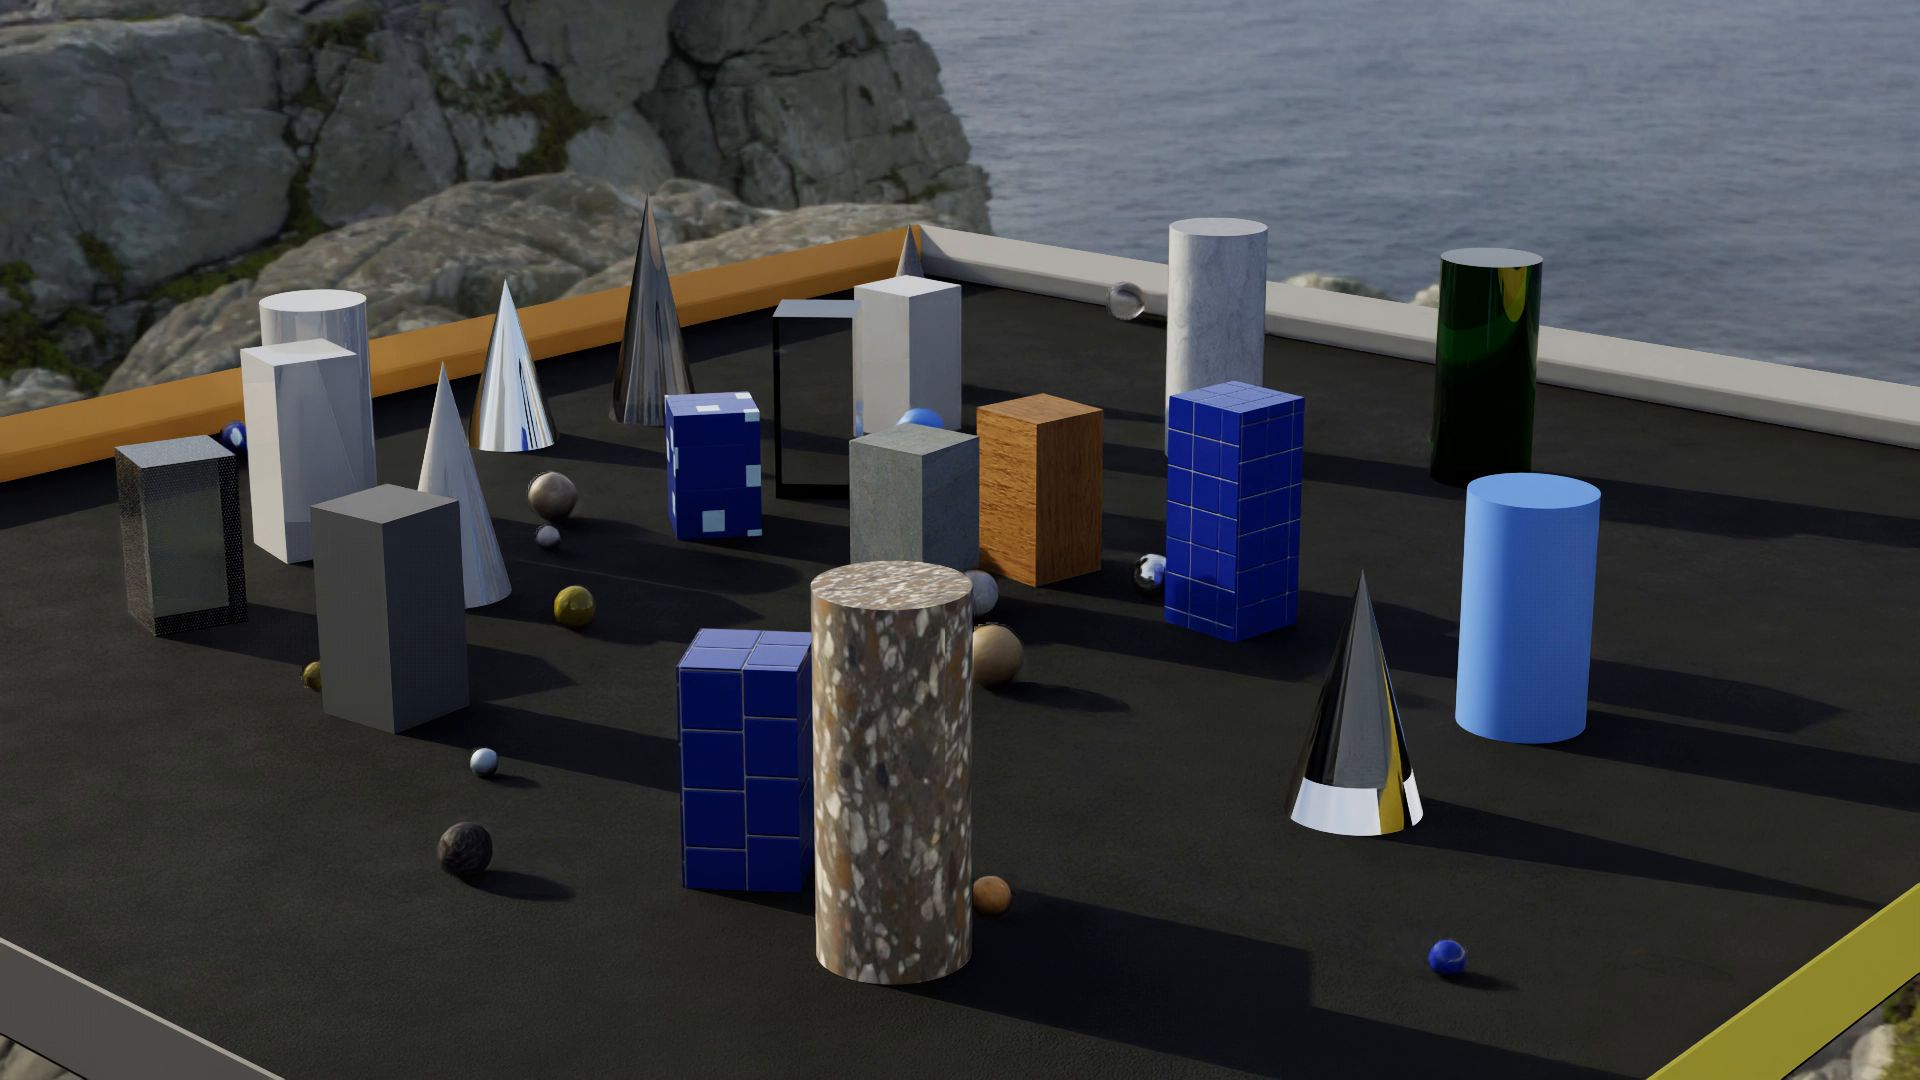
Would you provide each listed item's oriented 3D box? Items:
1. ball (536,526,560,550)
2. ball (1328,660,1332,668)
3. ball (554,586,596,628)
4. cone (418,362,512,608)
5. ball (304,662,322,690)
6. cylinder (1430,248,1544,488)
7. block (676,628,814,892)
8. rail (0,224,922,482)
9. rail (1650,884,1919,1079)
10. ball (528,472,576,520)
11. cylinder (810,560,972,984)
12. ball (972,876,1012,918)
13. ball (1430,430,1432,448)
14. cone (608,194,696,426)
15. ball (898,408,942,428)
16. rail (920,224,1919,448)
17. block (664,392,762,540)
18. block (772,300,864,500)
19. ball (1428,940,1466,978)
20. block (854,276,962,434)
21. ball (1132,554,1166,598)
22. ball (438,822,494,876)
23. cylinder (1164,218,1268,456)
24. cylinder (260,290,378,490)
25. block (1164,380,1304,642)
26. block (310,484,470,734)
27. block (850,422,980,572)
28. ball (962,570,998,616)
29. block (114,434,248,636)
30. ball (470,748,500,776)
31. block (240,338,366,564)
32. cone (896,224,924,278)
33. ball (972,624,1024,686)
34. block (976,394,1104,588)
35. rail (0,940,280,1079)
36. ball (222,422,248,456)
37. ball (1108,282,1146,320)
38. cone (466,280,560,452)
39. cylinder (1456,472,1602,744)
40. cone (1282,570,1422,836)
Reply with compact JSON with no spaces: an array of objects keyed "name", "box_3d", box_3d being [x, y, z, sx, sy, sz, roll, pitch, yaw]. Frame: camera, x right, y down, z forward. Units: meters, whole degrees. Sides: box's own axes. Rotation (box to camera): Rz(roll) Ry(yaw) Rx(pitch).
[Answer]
[{"name":"ball","box_3d":[-0.757,-0.004,5.394,0.043,0.043,0.043,0,17,0]},{"name":"ball","box_3d":[0.620,0.207,4.642,0.073,0.073,0.073,0,17,0]},{"name":"ball","box_3d":[-0.650,0.113,4.955,0.072,0.072,0.072,0,17,0]},{"name":"cone","box_3d":[-0.888,-0.108,5.091,0.198,0.417,0.198,0,17,0]},{"name":"ball","box_3d":[-1.021,0.216,4.659,0.046,0.046,0.046,0,17,0]},{"name":"cylinder","box_3d":[1.042,-0.340,5.811,0.198,0.446,0.198,0,17,0]},{"name":"block","box_3d":[-0.282,0.294,3.936,0.159,0.312,0.159,2,17,6]},{"name":"rail","box_3d":[-1.431,-0.326,6.309,0.045,0.129,4.092,14,22,39]},{"name":"rail","box_3d":[1.431,0.391,3.930,0.045,0.129,4.092,14,22,39]},{"name":"ball","box_3d":[-0.774,-0.083,5.572,0.091,0.091,0.091,0,17,0]},{"name":"cylinder","box_3d":[-0.084,0.288,3.653,0.198,0.488,0.198,0,17,0]},{"name":"ball","box_3d":[0.040,0.465,3.816,0.055,0.055,0.055,0,17,0]},{"name":"ball","box_3d":[1.001,-0.208,6.004,0.080,0.080,0.080,0,17,0]},{"name":"cone","box_3d":[-0.662,-0.507,6.289,0.198,0.490,0.198,0,17,0]},{"name":"ball","box_3d":[-0.083,-0.224,6.032,0.096,0.096,0.096,0,17,0]},{"name":"rail","box_3d":[1.326,-0.408,6.582,3.837,0.129,0.045,14,22,39]},{"name":"block","box_3d":[-0.464,-0.141,5.508,0.159,0.238,0.159,-3,17,-11]},{"name":"block","box_3d":[-0.276,-0.276,5.744,0.159,0.362,0.159,1,17,3]},{"name":"ball","box_3d":[0.606,0.520,3.646,0.047,0.047,0.047,0,17,0]},{"name":"block","box_3d":[-0.109,-0.384,6.190,0.159,0.311,0.159,15,22,40]},{"name":"ball","box_3d":[0.337,0.062,5.116,0.076,0.076,0.076,0,17,0]},{"name":"ball","box_3d":[-0.665,0.416,3.946,0.073,0.073,0.073,0,17,0]},{"name":"cylinder","box_3d":[0.521,-0.405,5.979,0.198,0.473,0.198,0,17,0]},{"name":"cylinder","box_3d":[-1.223,-0.257,5.599,0.198,0.409,0.198,0,17,0]},{"name":"block","box_3d":[0.461,-0.050,4.935,0.159,0.395,0.159,-15,22,-40]},{"name":"block","box_3d":[-0.879,0.104,4.530,0.159,0.335,0.159,12,21,35]},{"name":"block","box_3d":[-0.078,-0.034,5.063,0.159,0.291,0.159,13,21,36]},{"name":"ball","box_3d":[0.025,0.090,5.013,0.081,0.081,0.081,0,17,0]},{"name":"block","box_3d":[-1.321,-0.009,4.977,0.159,0.293,0.159,-10,19,-30]},{"name":"ball","box_3d":[-0.697,0.326,4.300,0.042,0.042,0.042,0,17,0]},{"name":"block","box_3d":[-1.198,-0.165,5.362,0.159,0.368,0.159,-11,20,-33]},{"name":"cone","box_3d":[-0.111,-0.522,6.534,0.198,0.376,0.198,0,17,0]},{"name":"ball","box_3d":[0.051,0.184,4.670,0.099,0.099,0.099,0,17,0]},{"name":"block","box_3d":[0.142,-0.091,5.242,0.159,0.297,0.159,-14,22,-39]},{"name":"rail","box_3d":[-1.326,0.473,3.658,3.837,0.129,0.045,14,22,39]},{"name":"ball","box_3d":[-1.483,-0.208,6.028,0.067,0.067,0.067,0,17,0]},{"name":"ball","box_3d":[0.413,-0.591,7.255,0.092,0.092,0.092,0,17,0]},{"name":"cone","box_3d":[-0.939,-0.375,6.106,0.198,0.343,0.198,0,17,0]},{"name":"cylinder","box_3d":[0.865,0.102,4.474,0.198,0.370,0.198,0,17,0]},{"name":"cone","box_3d":[0.560,0.211,4.130,0.198,0.359,0.198,0,17,0]}]
